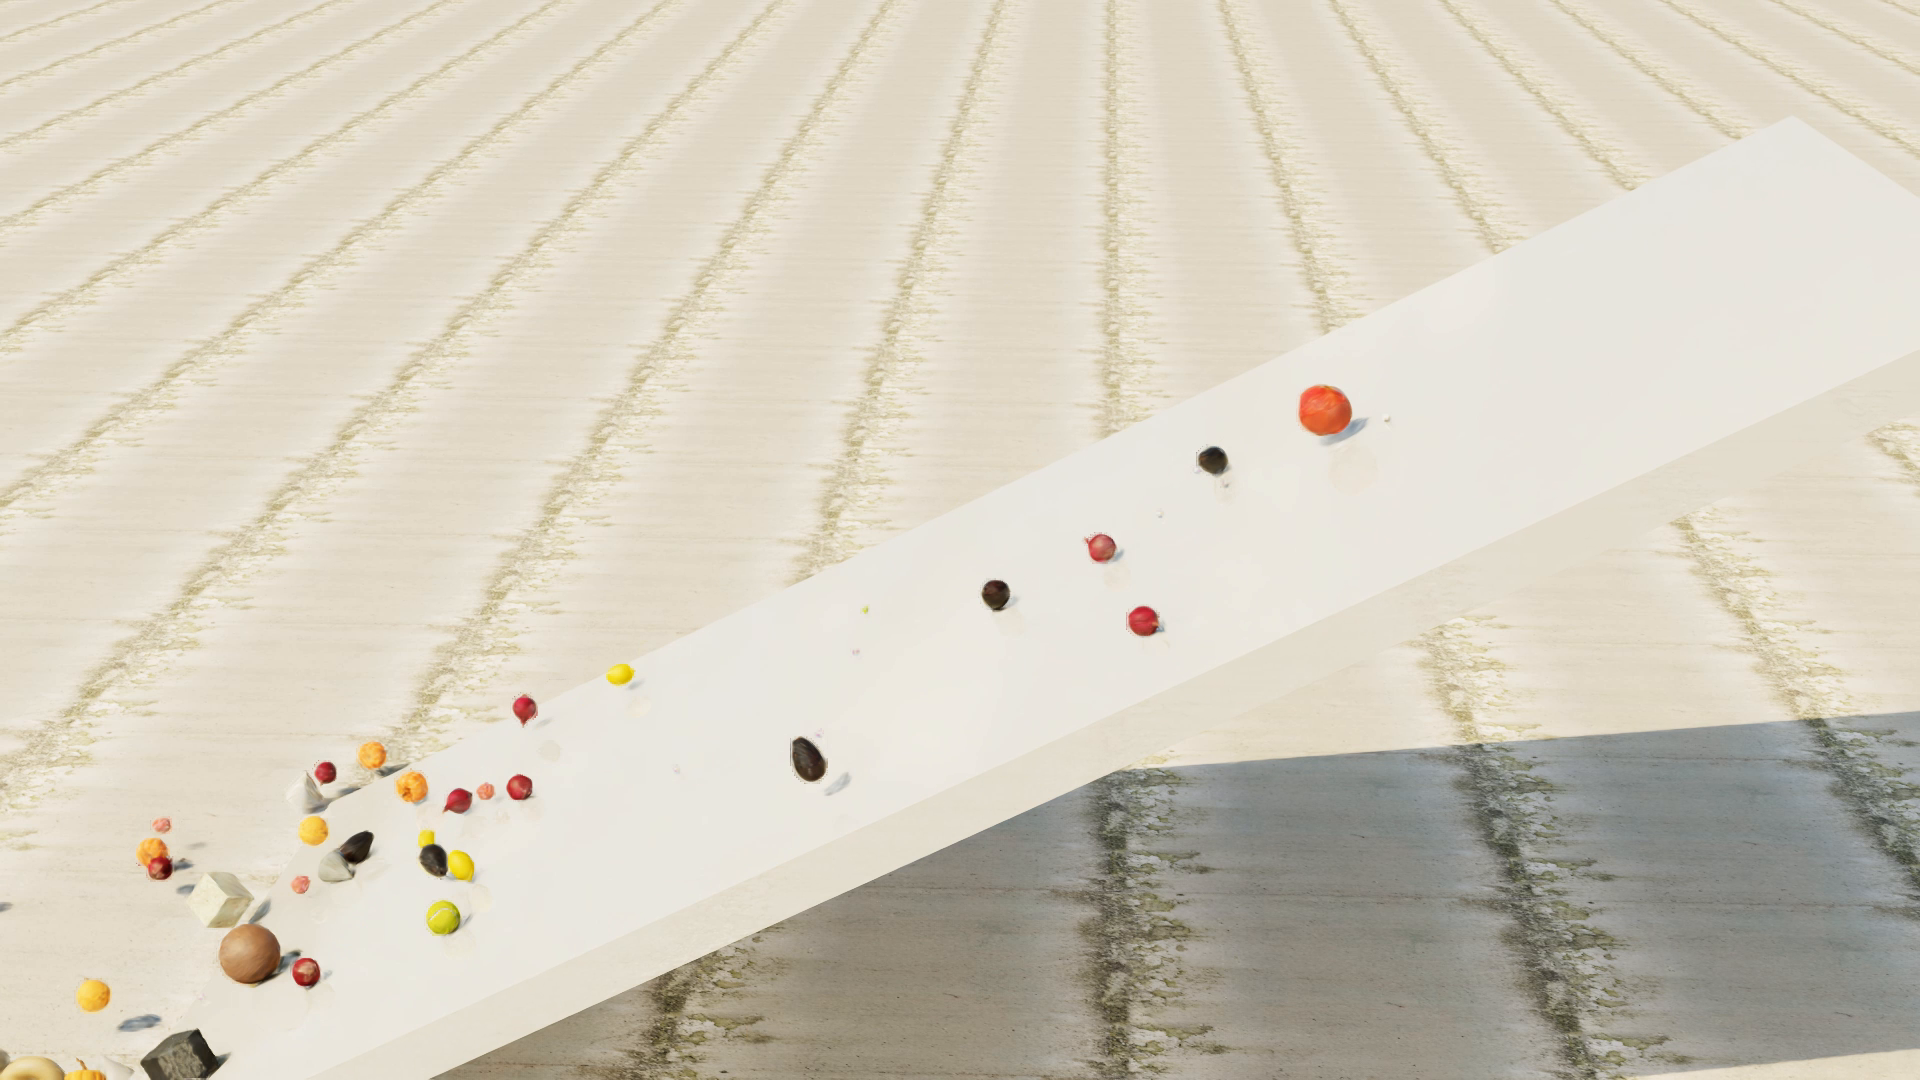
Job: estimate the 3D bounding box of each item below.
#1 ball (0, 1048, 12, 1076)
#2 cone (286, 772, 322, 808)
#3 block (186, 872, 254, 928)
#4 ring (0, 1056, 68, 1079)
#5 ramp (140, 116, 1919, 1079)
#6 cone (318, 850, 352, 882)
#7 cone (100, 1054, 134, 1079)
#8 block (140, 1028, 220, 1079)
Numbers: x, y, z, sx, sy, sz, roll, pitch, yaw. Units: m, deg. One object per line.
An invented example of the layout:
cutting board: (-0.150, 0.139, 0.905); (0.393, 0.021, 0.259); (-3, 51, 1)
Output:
ball: (-2.060, 1.117, 6.246); (0.086, 0.086, 0.086); (0, 17, 0)
cone: (-1.719, 0.638, 7.721); (0.093, 0.093, 0.093); (10, 39, -8)
block: (-1.714, 0.834, 6.811); (0.091, 0.091, 0.091); (42, 12, 27)
ring: (-1.912, 1.135, 6.072); (0.148, 0.148, 0.049); (0, 10, 1)
ramp: (0.139, 0.168, 6.281); (4.000, 0.100, 2.000); (-25, 14, 10)
cone: (-1.424, 0.767, 6.779); (0.079, 0.079, 0.079); (21, 26, 37)
cone: (-1.781, 1.104, 6.157); (0.074, 0.074, 0.074); (-29, 13, 7)
block: (-1.558, 1.047, 5.878); (0.092, 0.092, 0.092); (-17, 17, 36)
